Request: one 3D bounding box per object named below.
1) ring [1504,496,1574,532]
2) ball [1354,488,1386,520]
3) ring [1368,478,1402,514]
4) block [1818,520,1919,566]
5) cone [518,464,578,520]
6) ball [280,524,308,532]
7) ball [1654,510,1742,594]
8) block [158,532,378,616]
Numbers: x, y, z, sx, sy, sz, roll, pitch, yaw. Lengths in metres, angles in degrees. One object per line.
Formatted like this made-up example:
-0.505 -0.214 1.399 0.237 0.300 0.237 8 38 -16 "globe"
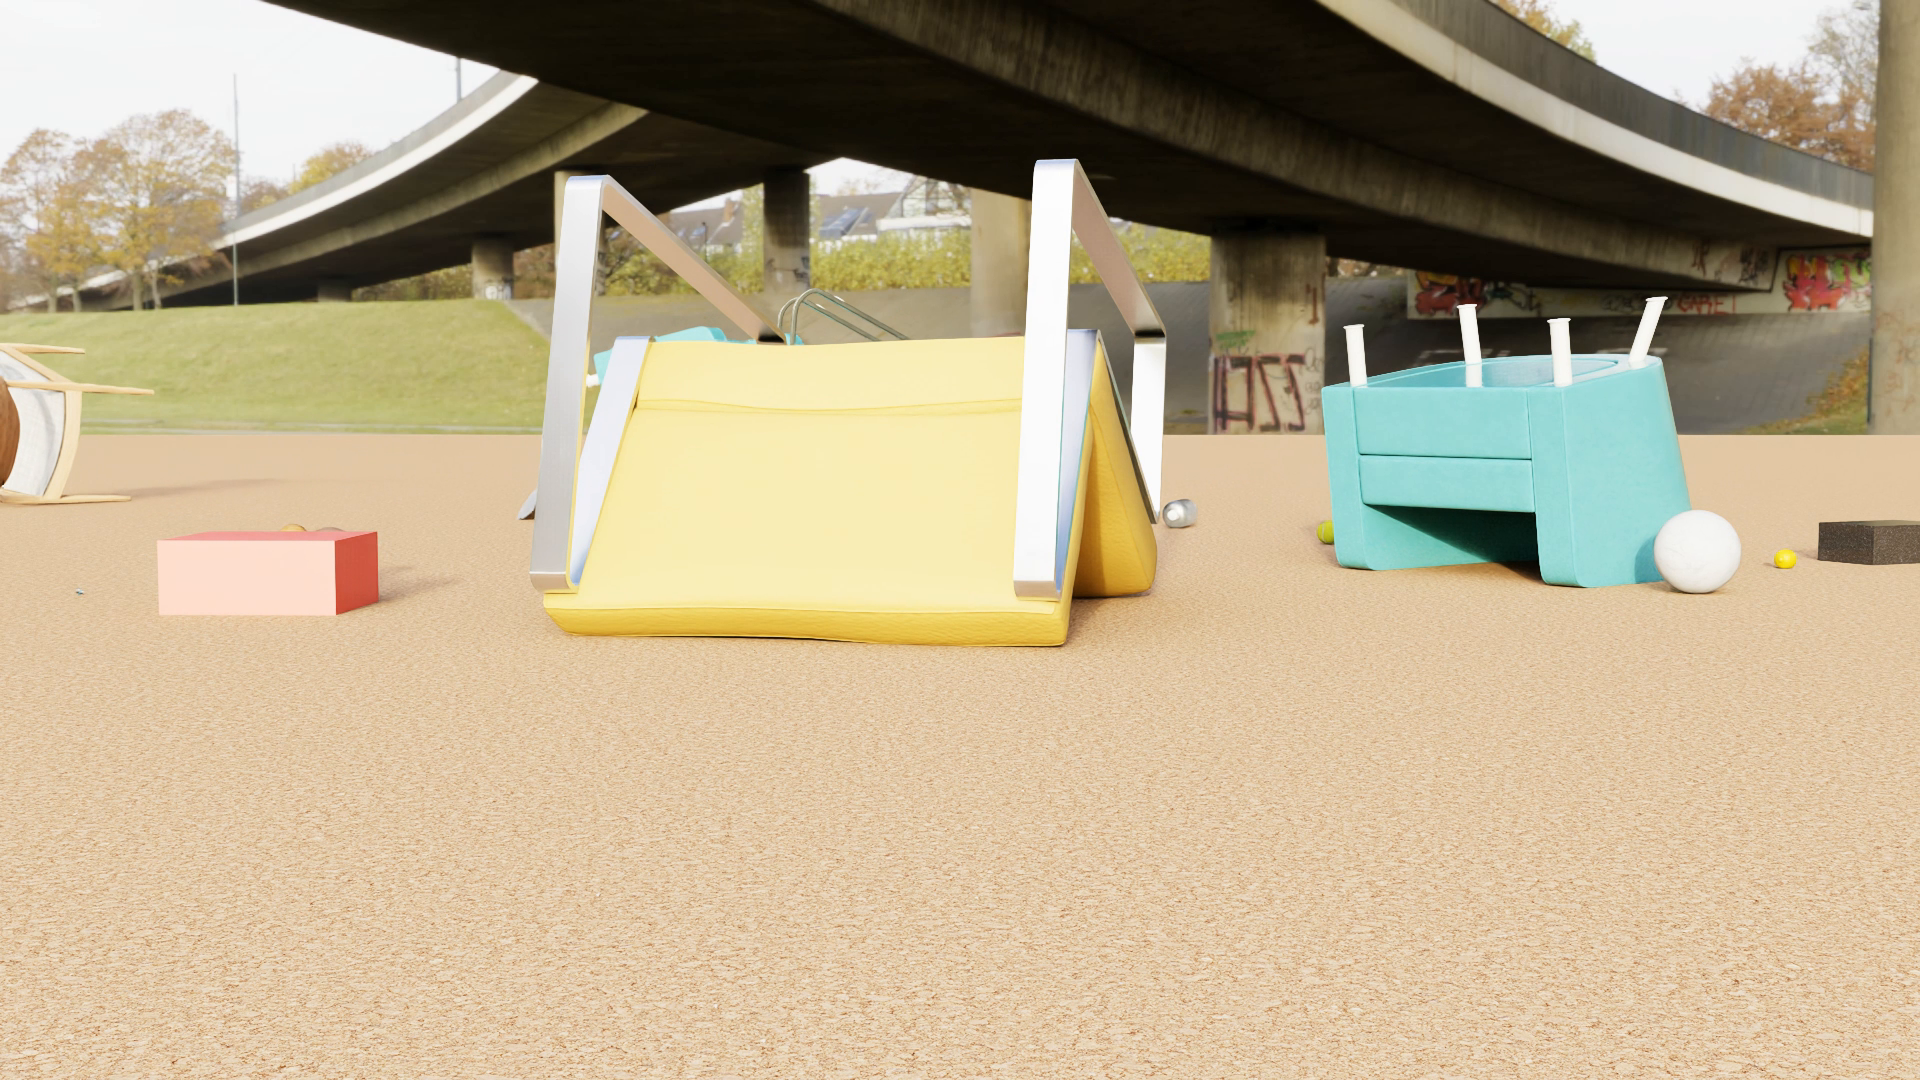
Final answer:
1.855 -0.086 7.049 0.204 0.105 0.283 -2 3 -7 "ring"
1.400 -0.121 7.521 0.109 0.109 0.109 0 4 0 "ball"
1.543 -0.161 7.995 0.095 0.123 0.210 -34 3 18 "ring"
2.411 0.005 5.734 0.278 0.100 0.181 -2 4 -25 "block"
-1.383 -0.121 7.597 0.156 0.226 0.291 40 -42 -20 "cone"
-1.802 -0.001 5.944 0.085 0.085 0.085 0 4 0 "ball"
1.617 0.026 4.823 0.185 0.185 0.185 0 4 0 "ball"
-1.413 0.065 4.512 0.355 0.148 0.291 0 4 2 "block"
